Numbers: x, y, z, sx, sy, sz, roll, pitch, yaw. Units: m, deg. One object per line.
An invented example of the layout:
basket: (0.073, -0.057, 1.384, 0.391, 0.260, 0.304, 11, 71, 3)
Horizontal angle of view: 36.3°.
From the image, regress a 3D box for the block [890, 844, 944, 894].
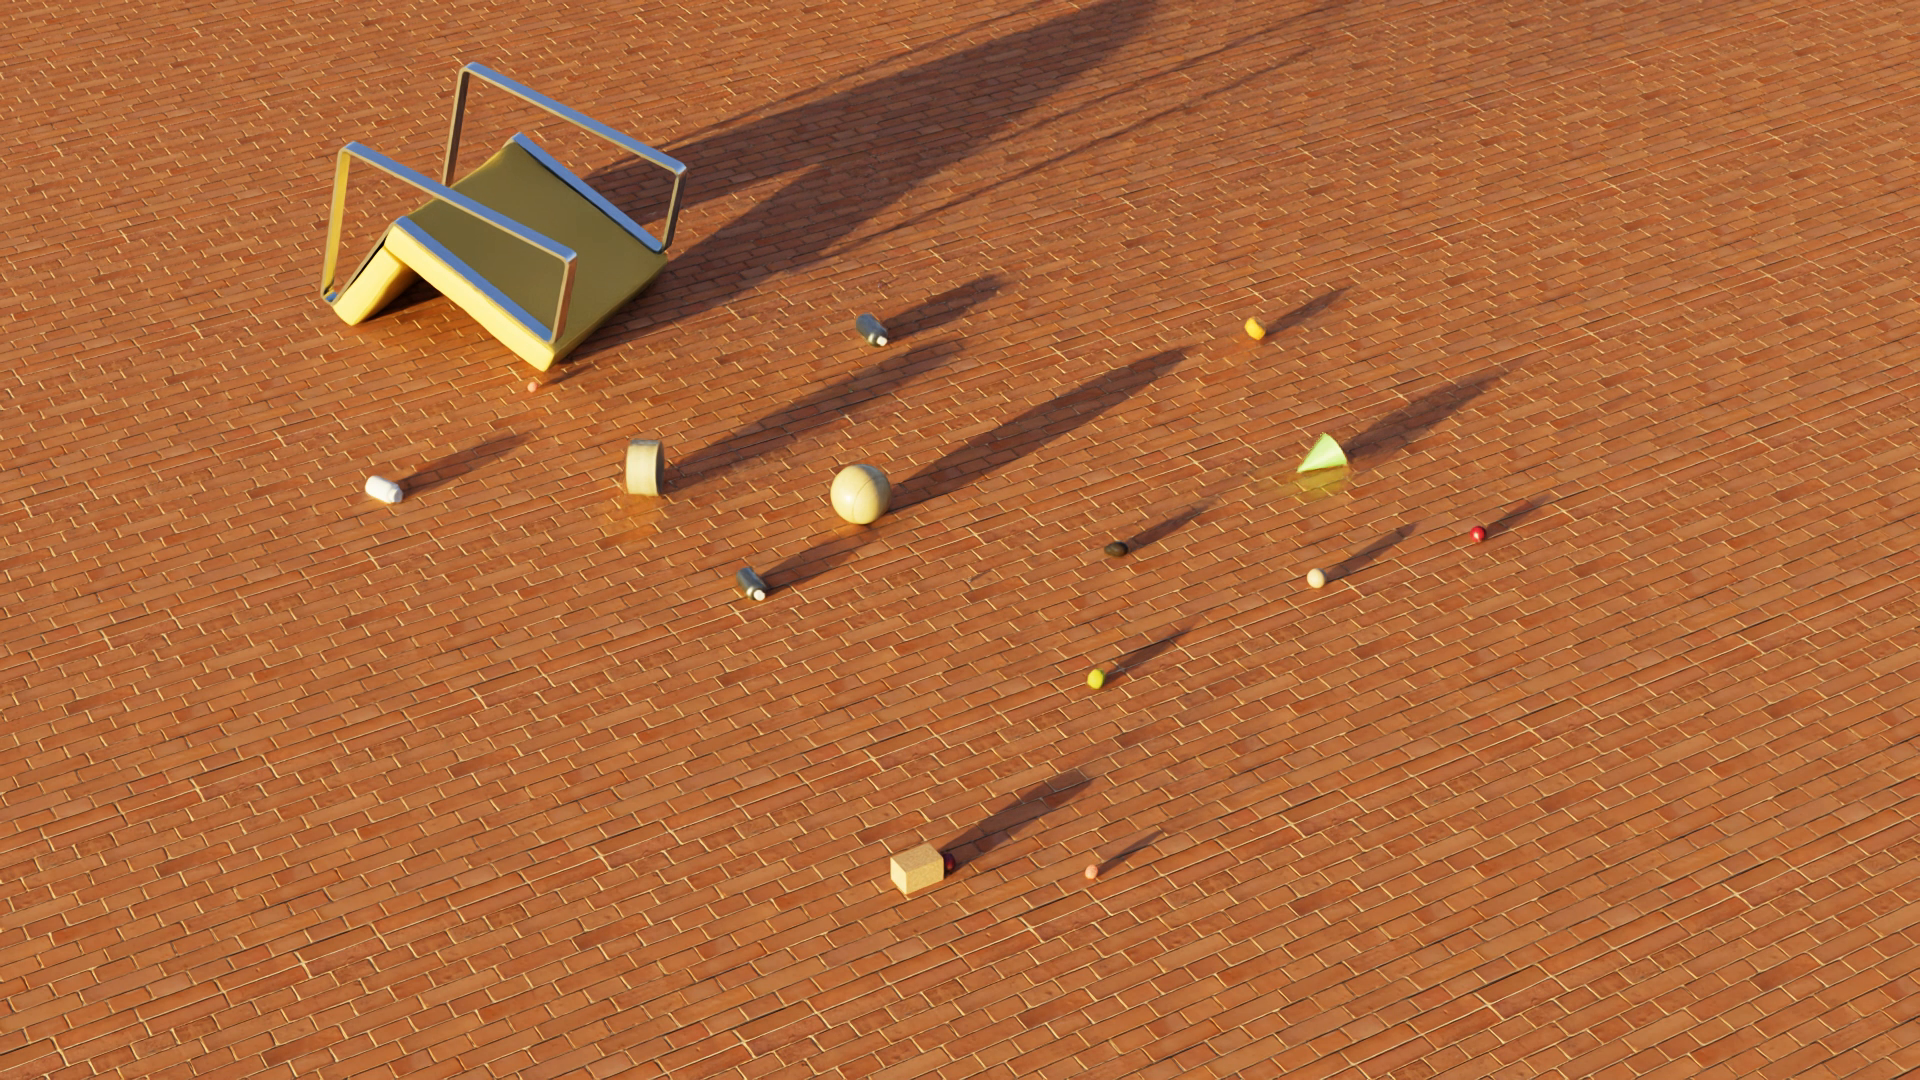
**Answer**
block: (-0.135, 1.040, 9.285, 0.139, 0.088, 0.091, -19, 38, -26)

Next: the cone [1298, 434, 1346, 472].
cone: (1.378, -0.306, 11.349, 0.174, 0.131, 0.197, -31, 15, -4)

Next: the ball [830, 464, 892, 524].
ball: (-0.371, -0.173, 10.998, 0.230, 0.230, 0.230, 0, 33, 0)

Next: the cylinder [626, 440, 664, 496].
cylinder: (-1.198, -0.274, 11.169, 0.109, 0.210, 0.201, 3, 35, 4)

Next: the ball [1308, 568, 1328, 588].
ball: (1.301, 0.138, 10.668, 0.074, 0.074, 0.074, 0, 33, 0)
